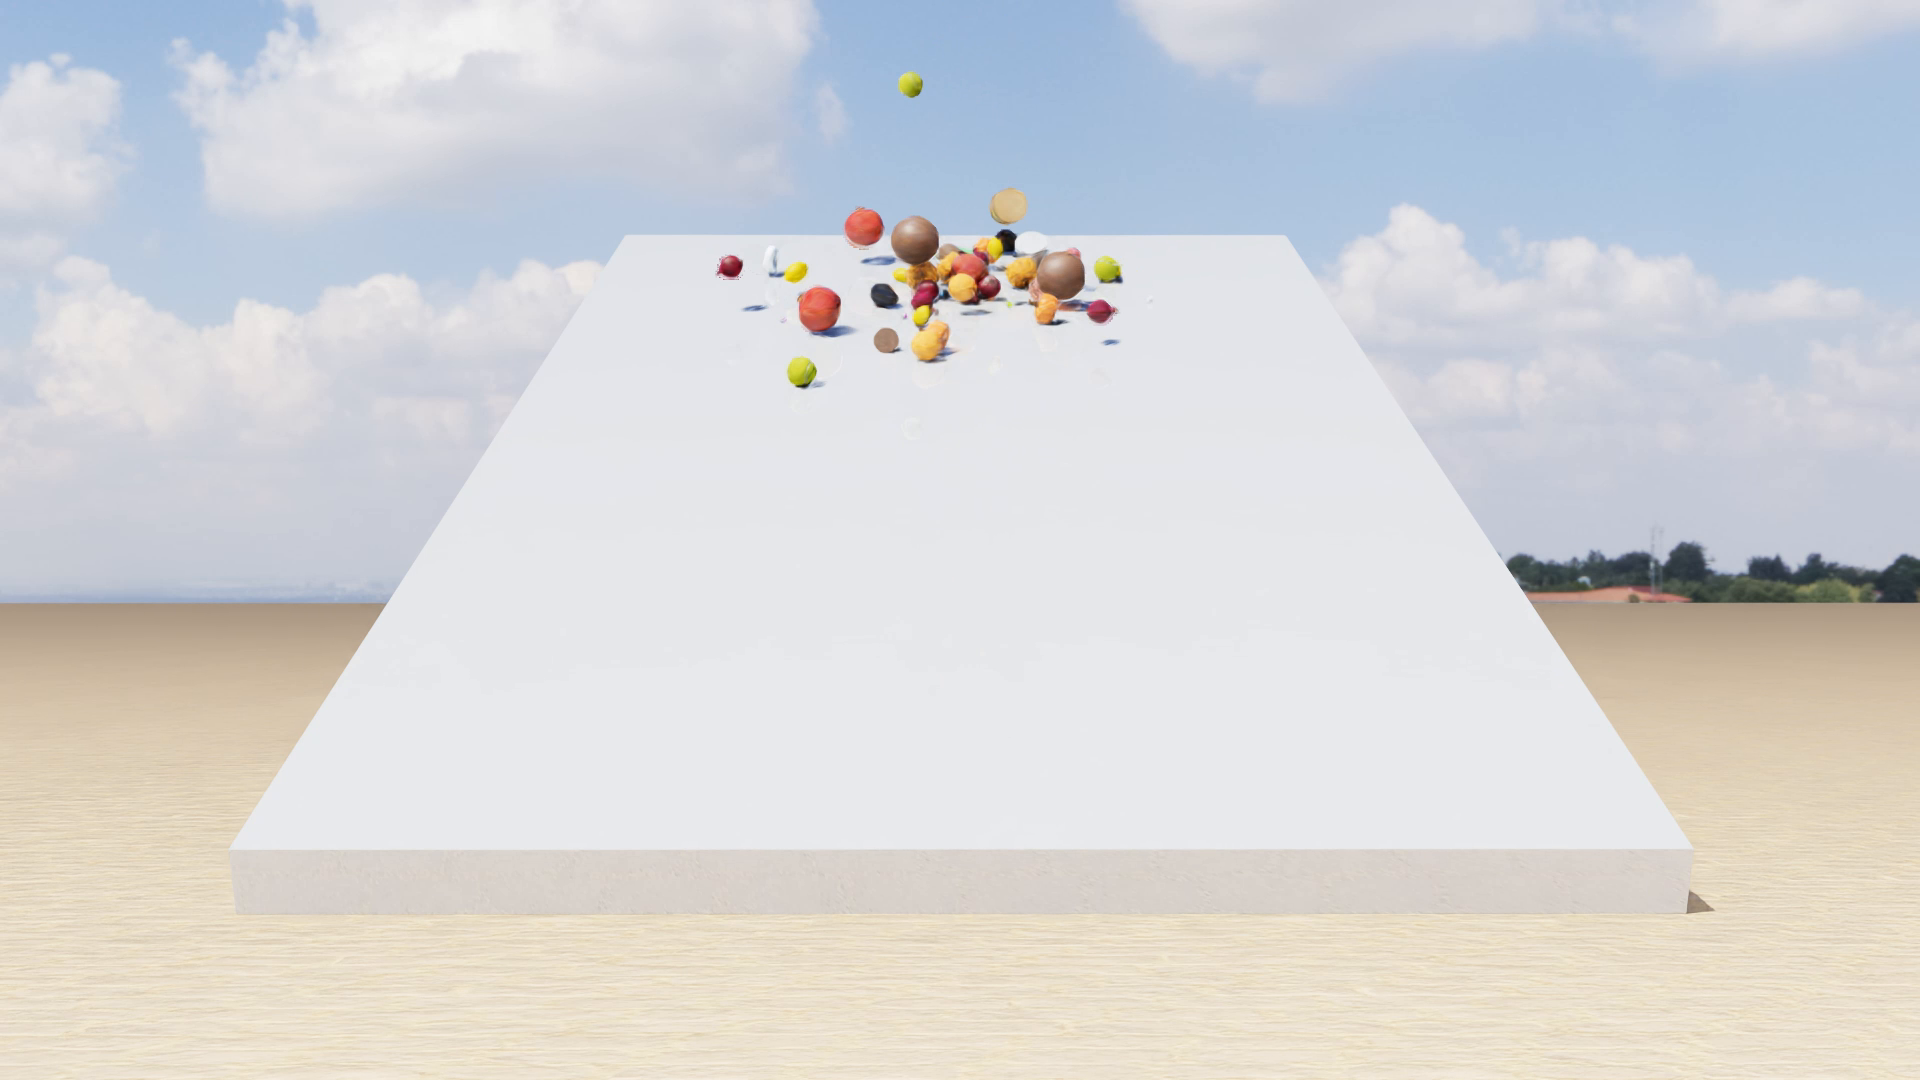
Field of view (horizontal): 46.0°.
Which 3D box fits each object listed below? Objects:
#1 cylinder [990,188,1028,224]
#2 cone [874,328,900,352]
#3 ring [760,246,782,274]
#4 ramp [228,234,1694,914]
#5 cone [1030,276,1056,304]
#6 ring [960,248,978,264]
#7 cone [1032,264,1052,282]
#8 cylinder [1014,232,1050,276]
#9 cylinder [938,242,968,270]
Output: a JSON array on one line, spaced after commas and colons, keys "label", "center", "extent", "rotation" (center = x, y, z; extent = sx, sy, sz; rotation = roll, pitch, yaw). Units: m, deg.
[{"label": "cylinder", "center": [0.139, -0.958, 6.499], "extent": [0.098, 0.098, 0.098], "rotation": [0, 4, -7]}, {"label": "cone", "center": [-0.179, -0.487, 5.586], "extent": [0.064, 0.064, 0.064], "rotation": [0, -8, 3]}, {"label": "ring", "center": [-0.527, -0.784, 6.328], "extent": [0.027, 0.081, 0.081], "rotation": [32, 12, 23]}, {"label": "ramp", "center": [-0.005, -0.204, 4.986], "extent": [2.000, 0.100, 4.000], "rotation": [0, 20, 0]}, {"label": "cone", "center": [0.207, -0.659, 6.062], "extent": [0.076, 0.076, 0.076], "rotation": [0, -8, -19]}, {"label": "ring", "center": [0.008, -0.813, 6.489], "extent": [0.094, 0.031, 0.094], "rotation": [3, 22, -1]}, {"label": "cone", "center": [0.220, -0.731, 6.279], "extent": [0.052, 0.052, 0.052], "rotation": [1, -14, -45]}, {"label": "cylinder", "center": [0.202, -0.798, 6.316], "extent": [0.089, 0.089, 0.089], "rotation": [0, -41, 8]}, {"label": "cylinder", "center": [-0.022, -0.795, 6.347], "extent": [0.060, 0.060, 0.060], "rotation": [36, 21, 34]}]
